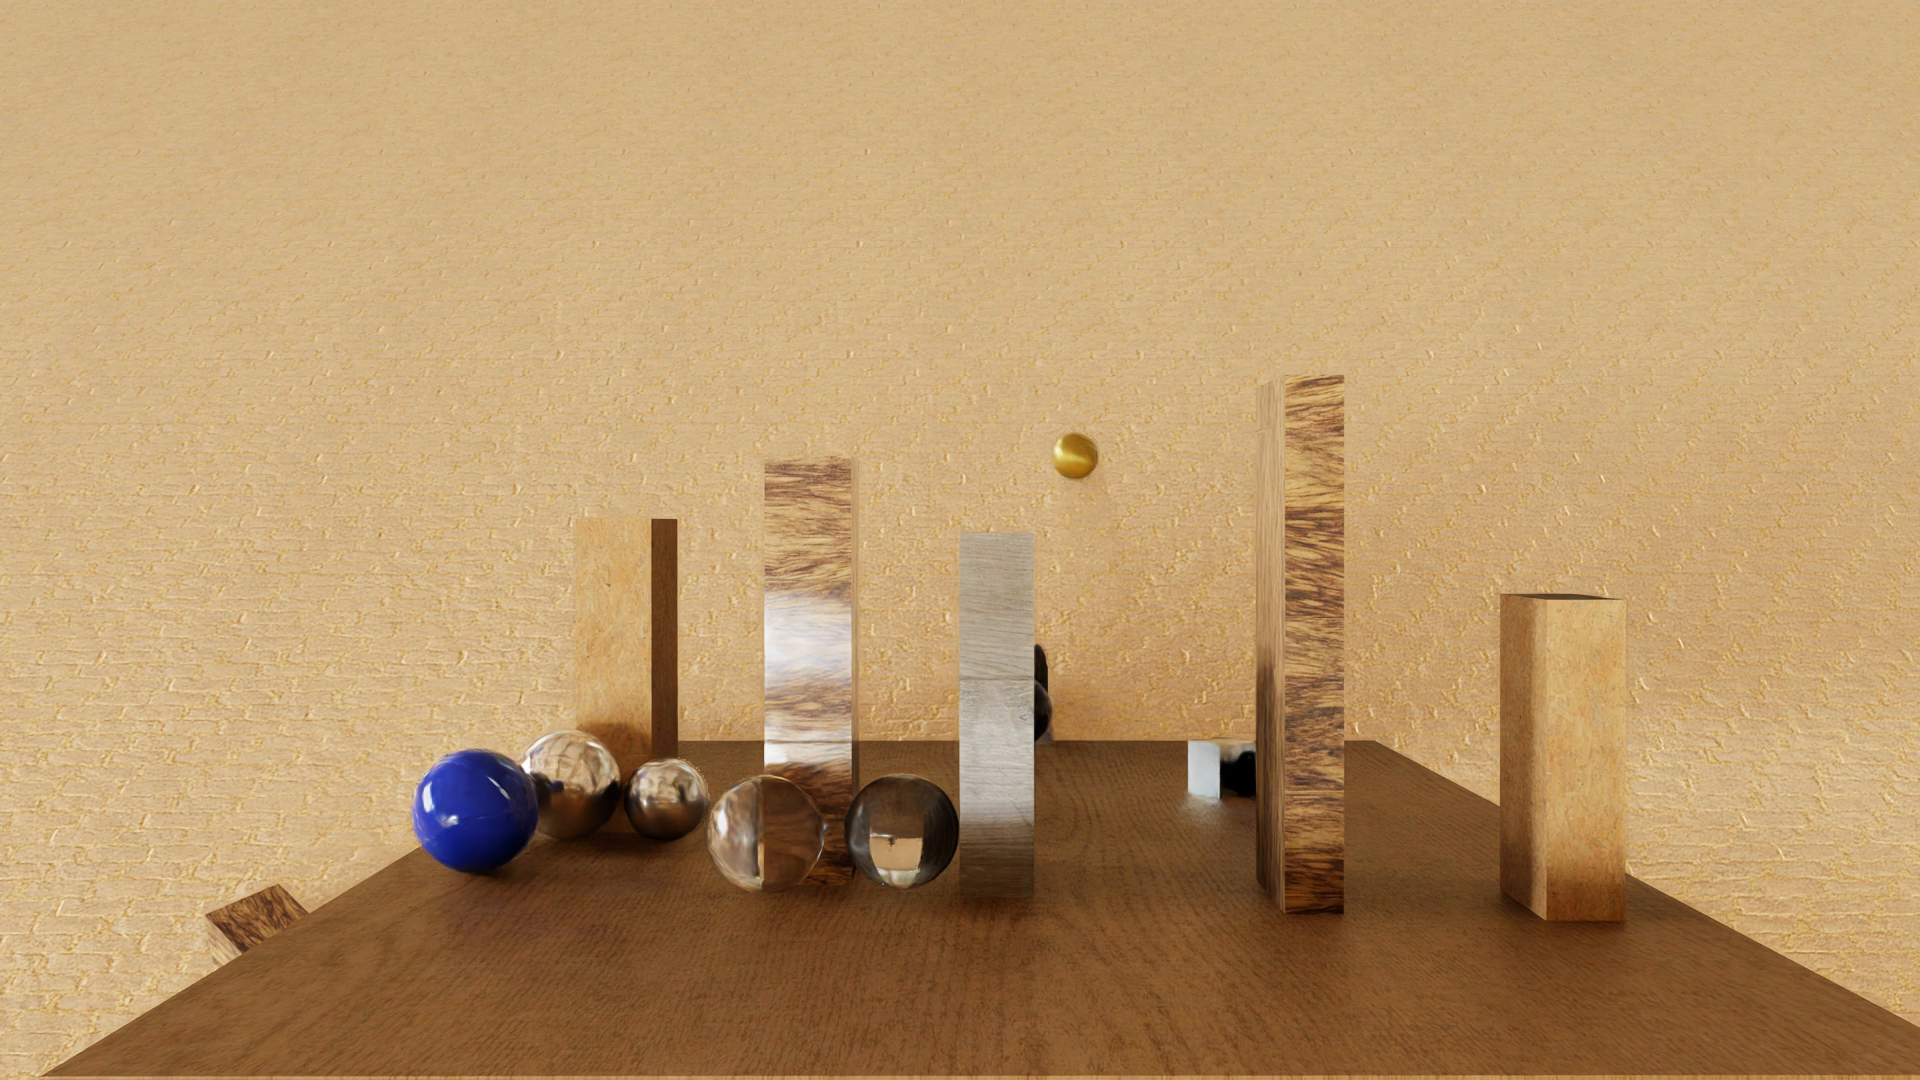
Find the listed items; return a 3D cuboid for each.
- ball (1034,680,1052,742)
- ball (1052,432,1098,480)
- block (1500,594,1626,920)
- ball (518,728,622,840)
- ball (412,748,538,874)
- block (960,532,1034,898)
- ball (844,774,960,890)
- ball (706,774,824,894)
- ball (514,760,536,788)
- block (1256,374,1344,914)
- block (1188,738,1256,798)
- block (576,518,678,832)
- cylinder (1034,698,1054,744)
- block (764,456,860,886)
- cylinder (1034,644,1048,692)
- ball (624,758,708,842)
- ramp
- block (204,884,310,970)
[{"bbox_3d":[0.137,0.424,6.421,0.184,0.184,0.184,0,29,0],"label":"ball"},{"bbox_3d":[0.360,-0.262,8.069,0.146,0.146,0.146,0,29,0],"label":"ball"},{"bbox_3d":[0.881,0.309,3.793,0.111,0.452,0.314,0,0,0],"label":"block"},{"bbox_3d":[-0.697,0.433,4.589,0.195,0.195,0.195,0,29,0],"label":"ball"},{"bbox_3d":[-0.775,0.434,4.137,0.199,0.199,0.199,0,29,0],"label":"ball"},{"bbox_3d":[0.055,0.261,4.060,0.112,0.545,0.396,0,0,0],"label":"block"},{"bbox_3d":[-0.089,0.446,3.956,0.177,0.177,0.177,0,29,0],"label":"ball"},{"bbox_3d":[-0.294,0.445,3.907,0.178,0.178,0.178,0,29,0],"label":"ball"},{"bbox_3d":[-0.811,0.450,4.453,0.163,0.163,0.163,0,29,0],"label":"ball"},{"bbox_3d":[0.507,0.148,3.879,0.084,0.772,0.364,0,0,0],"label":"block"},{"bbox_3d":[0.545,0.470,5.328,0.107,0.107,0.107,0,1,-33],"label":"block"},{"bbox_3d":[-0.628,0.243,4.905,0.136,0.567,0.441,0,0,0],"label":"block"},{"bbox_3d":[0.180,0.458,6.563,0.114,0.114,0.114,0,0,0],"label":"cylinder"},{"bbox_3d":[-0.235,0.201,4.158,0.134,0.664,0.326,0,0,0],"label":"block"},{"bbox_3d":[0.147,0.359,6.916,0.144,0.144,0.144,-6,29,-15],"label":"cylinder"},{"bbox_3d":[-0.518,0.456,4.548,0.147,0.147,0.147,0,29,0],"label":"ball"},{"bbox_3d":[0.065,0.579,4.624,2.000,0.100,4.000,0,0,0],"label":"ramp"},{"bbox_3d":[-1.573,0.929,5.860,0.182,0.182,0.182,-22,36,-35],"label":"block"}]
